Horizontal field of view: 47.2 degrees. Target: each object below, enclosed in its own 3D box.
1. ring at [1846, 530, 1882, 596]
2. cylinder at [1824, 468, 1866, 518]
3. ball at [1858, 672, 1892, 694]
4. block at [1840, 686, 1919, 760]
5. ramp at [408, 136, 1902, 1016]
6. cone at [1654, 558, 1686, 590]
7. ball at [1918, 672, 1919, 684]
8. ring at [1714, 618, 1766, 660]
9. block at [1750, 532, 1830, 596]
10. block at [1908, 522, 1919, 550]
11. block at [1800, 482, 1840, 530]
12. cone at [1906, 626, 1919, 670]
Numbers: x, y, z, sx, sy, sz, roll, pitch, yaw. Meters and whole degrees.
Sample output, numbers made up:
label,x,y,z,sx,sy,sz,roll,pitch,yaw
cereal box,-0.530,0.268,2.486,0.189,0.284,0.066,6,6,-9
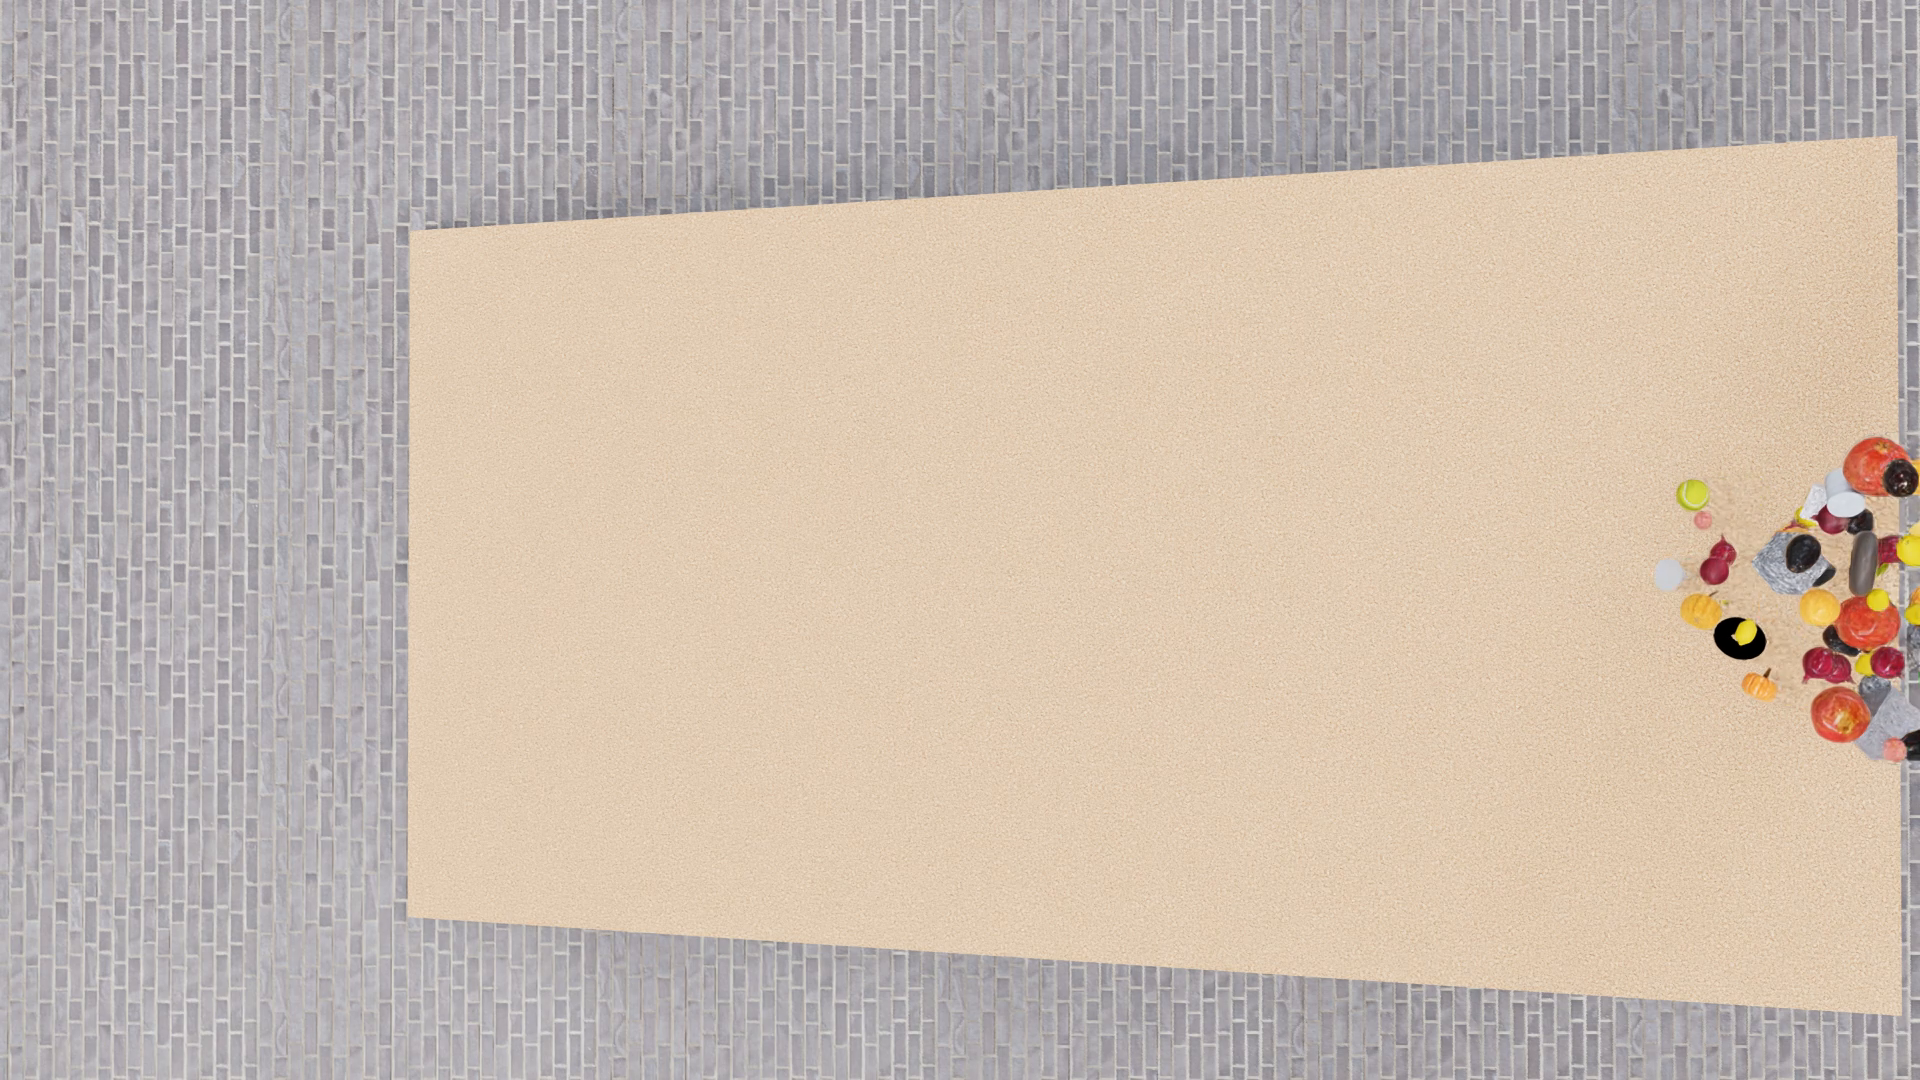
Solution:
label,x,y,z,sx,sy,sz,roll,pitch,yaw
ring,1.640,0.043,3.992,0.041,0.122,0.122,14,89,29
cylinder,1.648,-0.089,4.095,0.066,0.066,0.066,16,48,0
ball,1.958,0.318,4.703,0.068,0.068,0.068,0,89,0
block,1.942,0.386,4.628,0.100,0.100,0.100,44,67,-3
ramp,0.282,0.088,5.751,4.000,0.100,2.000,0,89,21
cone,1.640,0.081,5.024,0.074,0.074,0.074,5,89,-36
ball,1.824,0.257,4.074,0.089,0.089,0.089,0,89,0
ring,1.654,0.209,4.662,0.107,0.036,0.107,0,48,0
block,1.564,0.044,4.143,0.082,0.082,0.082,-46,102,-11
block,2.047,-0.004,4.584,0.078,0.078,0.078,15,47,-33
block,1.722,-0.067,4.379,0.069,0.069,0.069,25,106,23
cone,1.861,0.224,4.278,0.079,0.079,0.079,24,122,0
